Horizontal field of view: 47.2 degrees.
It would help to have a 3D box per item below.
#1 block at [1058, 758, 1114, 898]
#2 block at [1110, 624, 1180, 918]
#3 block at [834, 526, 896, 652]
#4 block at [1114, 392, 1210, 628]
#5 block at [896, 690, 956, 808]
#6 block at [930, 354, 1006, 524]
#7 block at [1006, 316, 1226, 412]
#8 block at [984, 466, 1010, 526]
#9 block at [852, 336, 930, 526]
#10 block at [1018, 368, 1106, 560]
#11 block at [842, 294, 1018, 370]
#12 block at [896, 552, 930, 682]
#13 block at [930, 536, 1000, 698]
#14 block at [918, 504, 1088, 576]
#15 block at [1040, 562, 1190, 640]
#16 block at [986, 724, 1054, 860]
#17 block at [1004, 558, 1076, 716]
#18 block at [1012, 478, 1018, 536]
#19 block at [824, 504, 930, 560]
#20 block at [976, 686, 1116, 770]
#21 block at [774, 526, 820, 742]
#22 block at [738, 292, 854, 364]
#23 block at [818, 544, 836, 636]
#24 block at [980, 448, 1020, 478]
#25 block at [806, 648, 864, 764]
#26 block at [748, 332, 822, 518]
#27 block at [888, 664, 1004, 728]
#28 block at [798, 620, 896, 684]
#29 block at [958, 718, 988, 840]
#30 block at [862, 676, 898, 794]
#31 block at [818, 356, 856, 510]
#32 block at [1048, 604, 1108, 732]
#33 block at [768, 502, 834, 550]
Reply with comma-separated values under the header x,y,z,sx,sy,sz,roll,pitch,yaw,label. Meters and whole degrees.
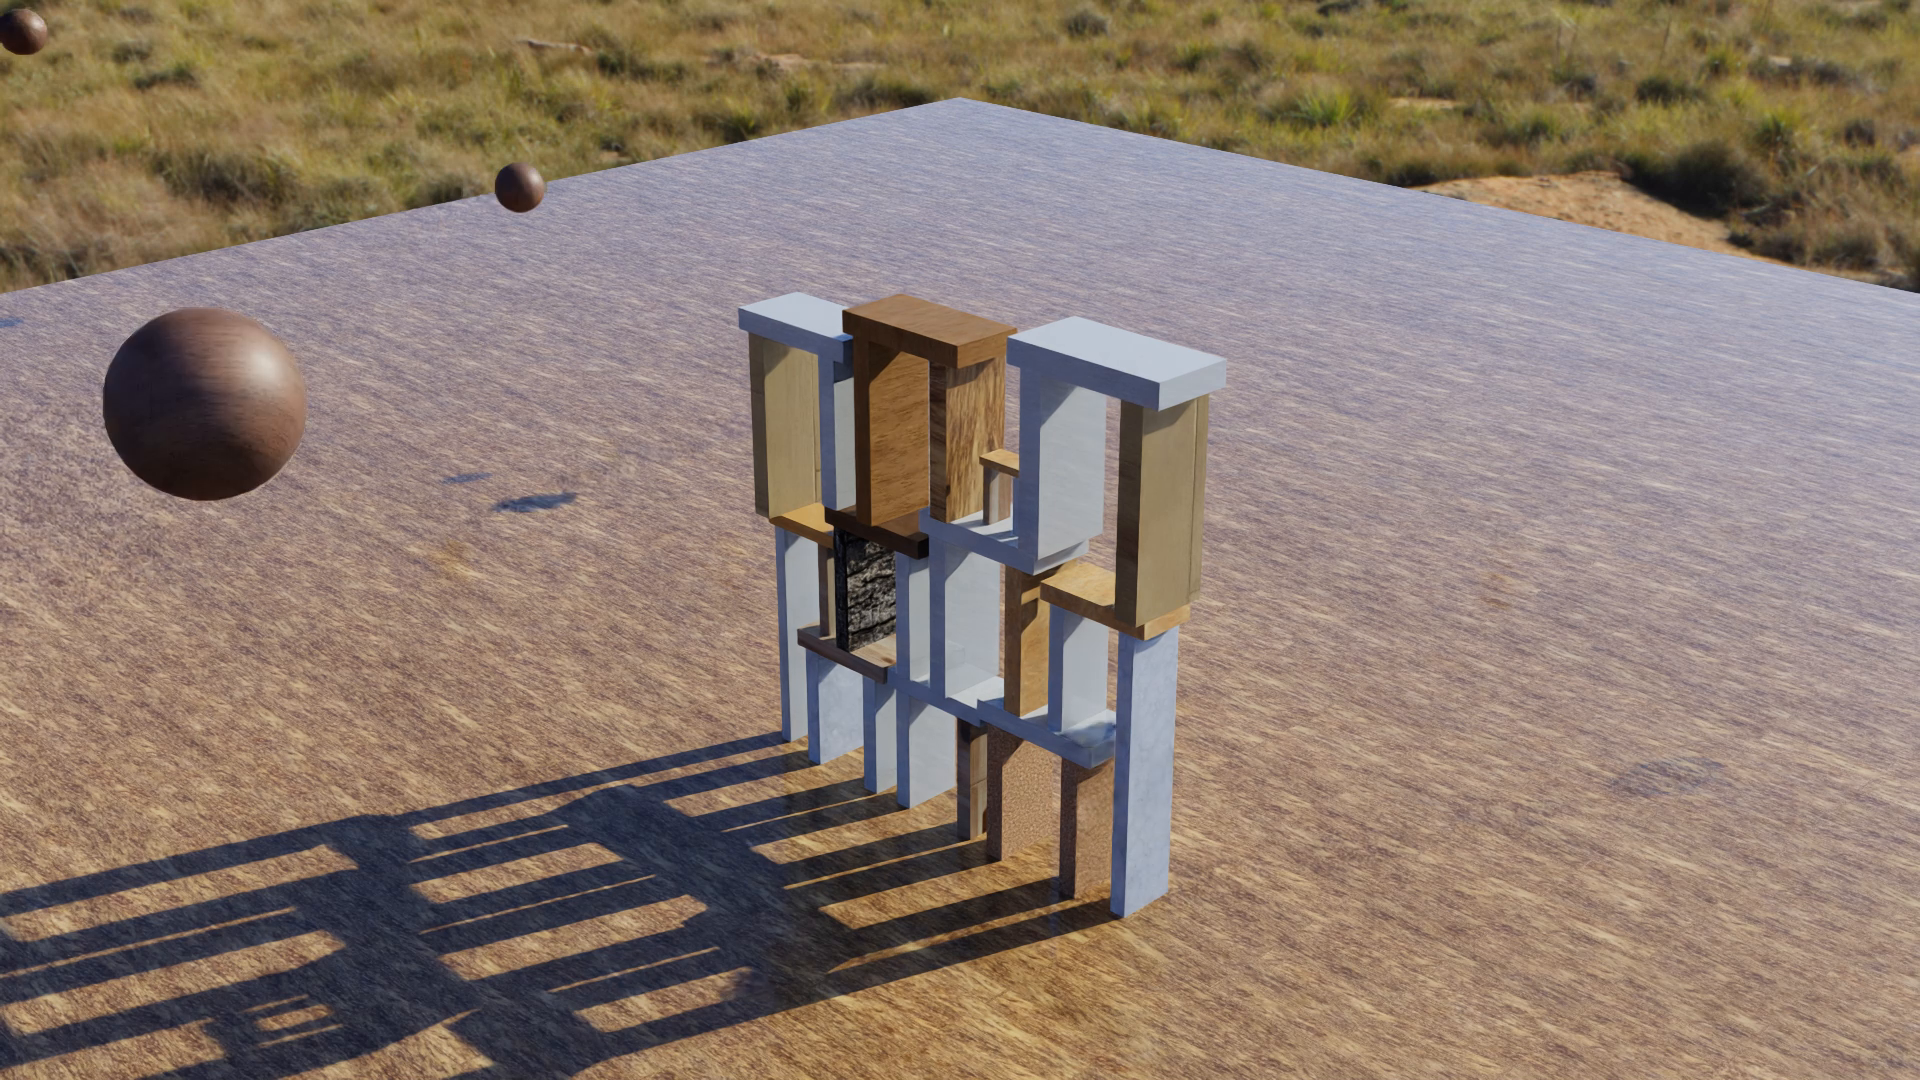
x,y,z,sx,sy,sz,roll,pitch,yaw,label
0.254,0.520,4.165,0.041,0.289,0.144,21,31,41,block
0.338,0.416,4.039,0.035,0.580,0.125,21,31,41,block
-0.191,0.082,4.462,0.038,0.268,0.134,21,31,41,block
0.350,-0.066,3.819,0.175,0.408,0.050,-21,31,-41,block
-0.069,0.404,4.476,0.037,0.260,0.130,21,31,41,block
0.014,-0.201,4.117,0.044,0.310,0.155,21,31,41,block
0.268,-0.309,3.806,0.175,0.050,0.351,-21,31,-40,block
0.069,-0.090,4.107,0.016,0.114,0.057,21,31,41,block
-0.132,-0.227,4.265,0.155,0.378,0.044,-21,31,-40,block
0.185,-0.157,3.960,0.050,0.351,0.175,21,31,40,block
-0.059,-0.393,4.115,0.155,0.044,0.310,-21,31,-40,block
-0.065,0.132,4.345,0.038,0.269,0.134,21,31,41,block
0.009,0.128,4.272,0.042,0.333,0.150,21,31,41,block
0.080,-0.017,4.134,0.300,0.042,0.150,21,31,40,block
0.279,0.109,3.973,0.125,0.035,0.250,-21,31,-41,block
0.118,0.467,4.290,0.041,0.289,0.144,21,31,41,block
0.151,0.168,4.136,0.042,0.300,0.150,21,31,41,block
0.123,-0.069,4.057,0.016,0.114,0.057,21,31,40,block
-0.128,-0.034,4.344,0.134,0.038,0.268,-21,31,-41,block
0.186,0.342,4.163,0.144,0.041,0.289,-21,31,-41,block
-0.338,0.189,4.679,0.028,0.498,0.100,21,31,41,block
-0.278,-0.422,4.351,0.157,0.044,0.313,-21,31,-40,block
-0.244,0.088,4.534,0.028,0.200,0.100,21,31,41,block
0.096,-0.140,4.057,0.114,0.016,0.057,21,31,41,block
-0.261,0.332,4.645,0.037,0.261,0.130,21,31,41,block
-0.352,-0.251,4.504,0.157,0.391,0.044,-21,31,-40,block
-0.008,0.291,4.361,0.260,0.037,0.130,21,31,41,block
-0.200,0.219,4.530,0.261,0.037,0.130,21,31,41,block
0.053,0.452,4.363,0.037,0.260,0.130,21,31,41,block
-0.138,0.380,4.531,0.037,0.261,0.131,21,31,41,block
-0.204,-0.229,4.353,0.157,0.313,0.044,-21,31,-40,block
0.220,0.218,4.083,0.035,0.250,0.125,21,31,41,block
-0.291,-0.035,4.533,0.200,0.028,0.100,21,31,41,block
